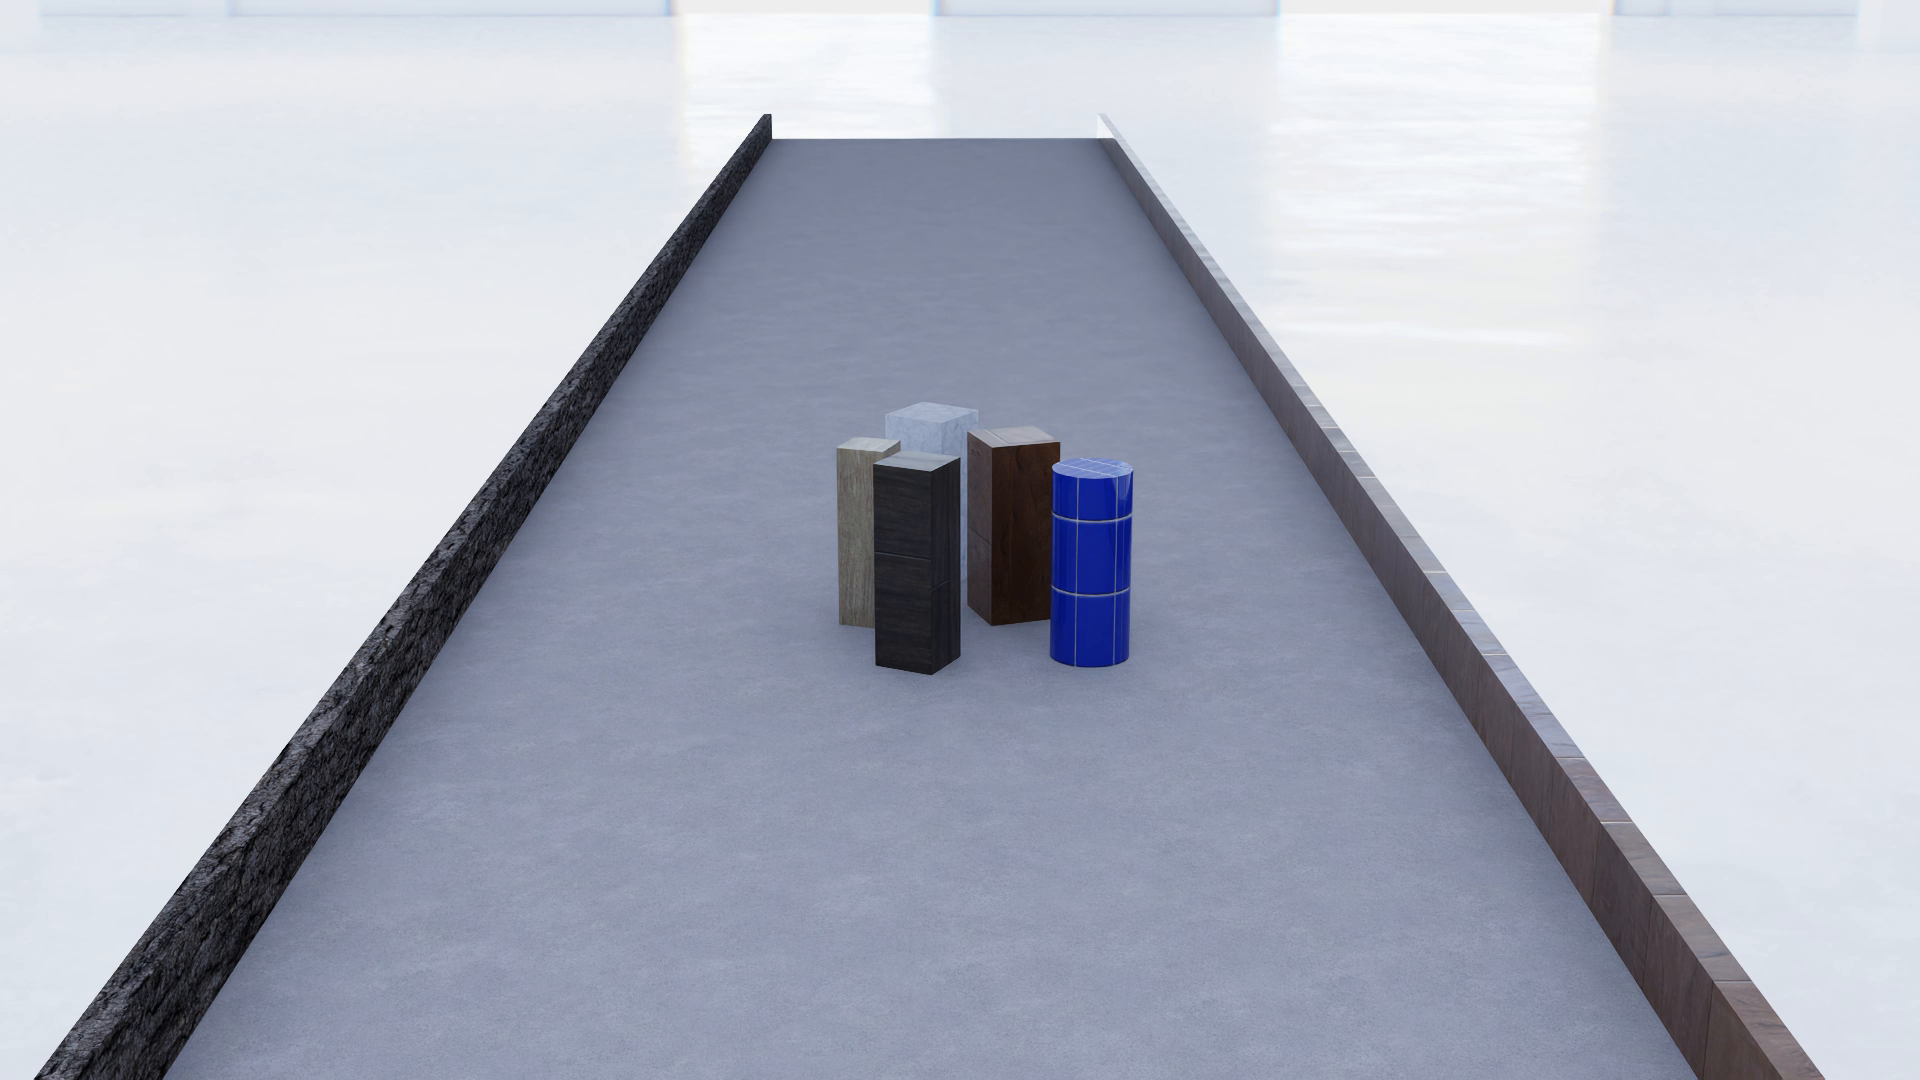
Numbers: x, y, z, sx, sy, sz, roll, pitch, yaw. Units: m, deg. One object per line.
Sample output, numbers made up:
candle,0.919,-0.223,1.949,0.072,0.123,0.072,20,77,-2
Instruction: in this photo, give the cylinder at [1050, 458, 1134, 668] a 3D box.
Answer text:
cylinder,0.262,0.045,4.390,0.161,0.390,0.161,0,17,0

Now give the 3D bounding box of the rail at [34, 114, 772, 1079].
rail,-1.118,-0.838,7.780,0.050,0.150,12.000,0,17,-1

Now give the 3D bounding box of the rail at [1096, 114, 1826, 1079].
rail,0.932,-0.844,7.801,0.050,0.150,12.000,0,17,-1

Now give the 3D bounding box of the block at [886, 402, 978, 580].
block,-0.062,-0.101,4.902,0.148,0.378,0.148,11,20,32

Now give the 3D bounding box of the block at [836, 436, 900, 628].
block,-0.189,-0.015,4.605,0.102,0.383,0.102,6,17,18

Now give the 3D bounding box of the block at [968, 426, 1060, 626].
block,0.112,-0.032,4.655,0.151,0.387,0.151,-6,18,-19

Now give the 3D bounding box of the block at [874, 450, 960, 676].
block,-0.084,0.043,4.352,0.126,0.415,0.126,8,18,26
